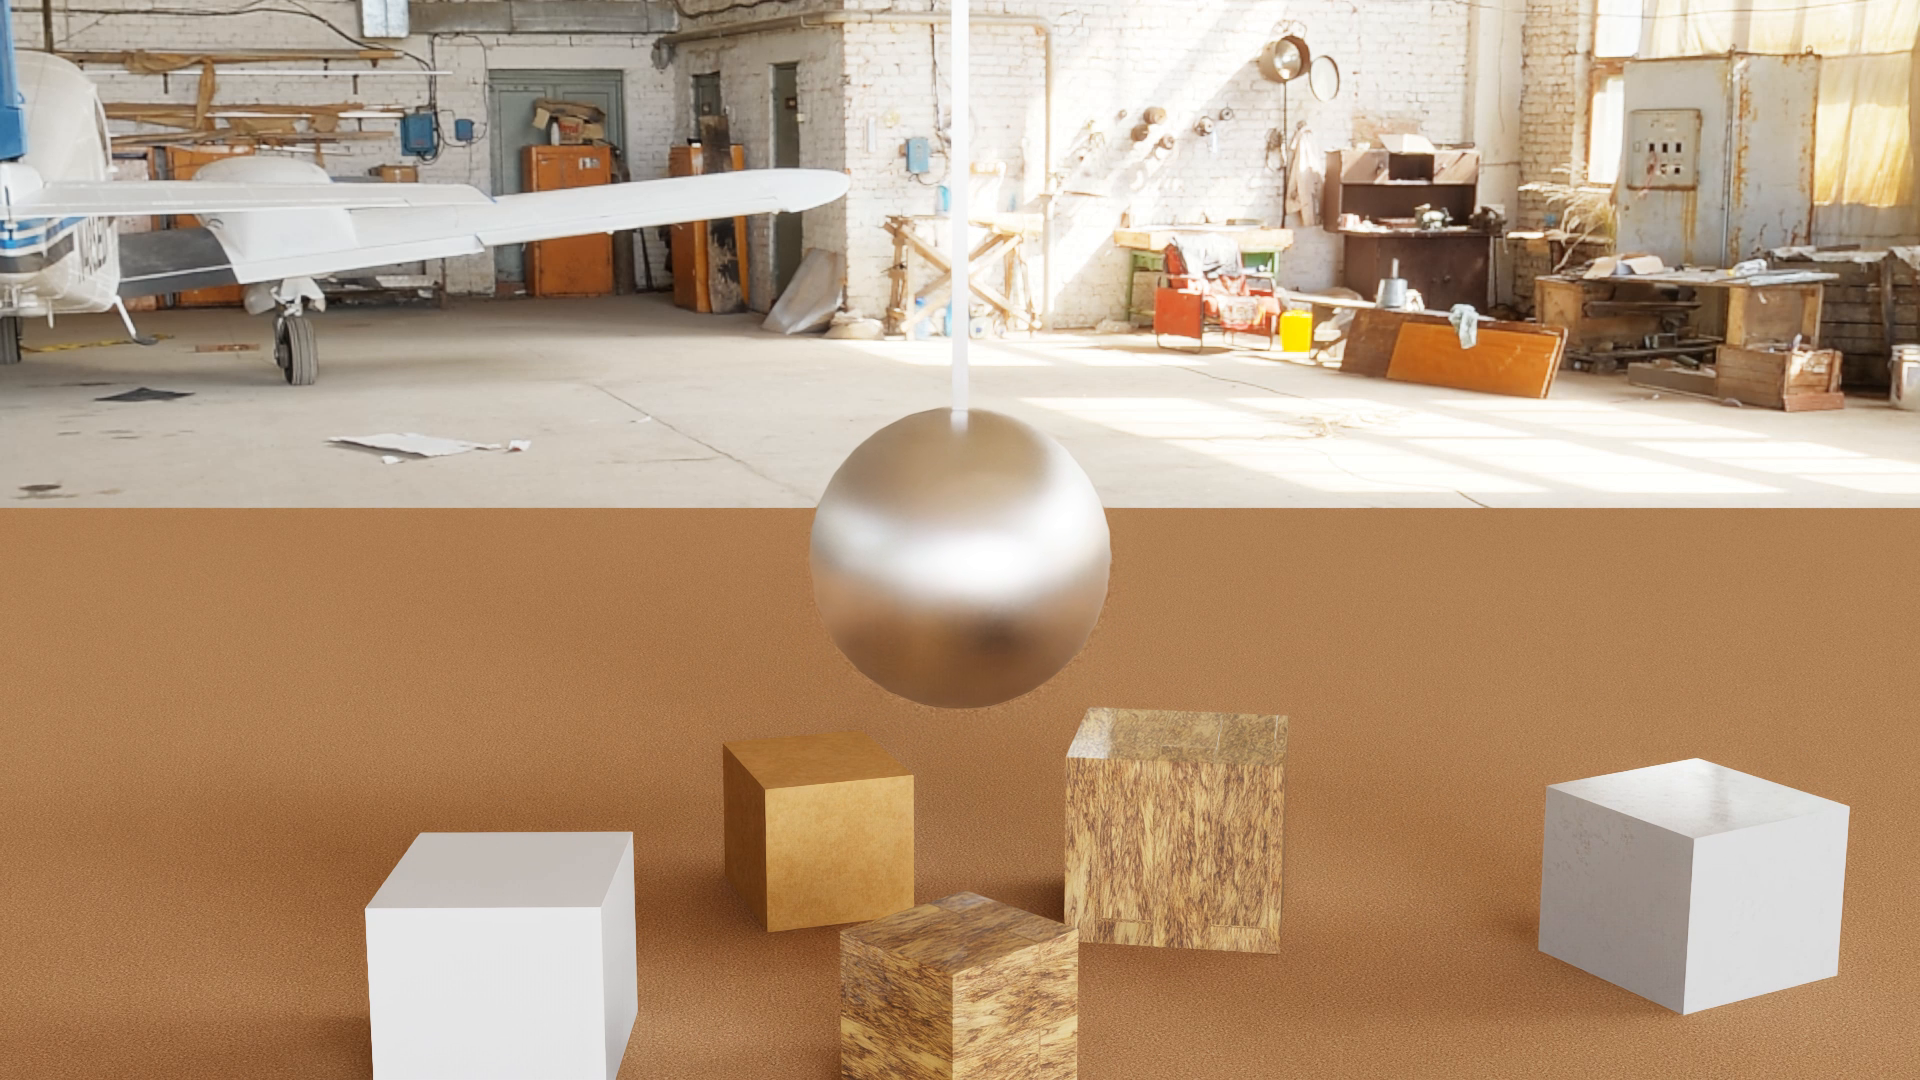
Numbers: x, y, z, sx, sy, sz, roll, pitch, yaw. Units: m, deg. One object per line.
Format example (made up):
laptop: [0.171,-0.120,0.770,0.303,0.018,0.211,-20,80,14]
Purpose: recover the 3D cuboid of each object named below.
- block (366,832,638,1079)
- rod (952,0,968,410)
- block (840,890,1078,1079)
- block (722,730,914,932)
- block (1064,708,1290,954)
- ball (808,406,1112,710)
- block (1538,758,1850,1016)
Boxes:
block: [-1.733,1.629,8.464,0.851,0.766,0.885,0,10,-1]
rod: [0.000,-3.202,10.784,0.080,5.200,0.080,0,14,0]
block: [-0.002,1.751,8.166,0.645,0.634,0.597,-10,14,-43]
block: [-0.673,1.345,10.309,0.692,0.665,0.820,-4,11,-19]
block: [1.004,1.302,10.039,0.947,0.846,0.872,2,10,10]
ball: [0.000,0.092,11.626,1.600,1.600,1.600,0,10,0]
block: [3.139,1.460,9.448,0.906,0.748,0.836,-6,12,-28]
